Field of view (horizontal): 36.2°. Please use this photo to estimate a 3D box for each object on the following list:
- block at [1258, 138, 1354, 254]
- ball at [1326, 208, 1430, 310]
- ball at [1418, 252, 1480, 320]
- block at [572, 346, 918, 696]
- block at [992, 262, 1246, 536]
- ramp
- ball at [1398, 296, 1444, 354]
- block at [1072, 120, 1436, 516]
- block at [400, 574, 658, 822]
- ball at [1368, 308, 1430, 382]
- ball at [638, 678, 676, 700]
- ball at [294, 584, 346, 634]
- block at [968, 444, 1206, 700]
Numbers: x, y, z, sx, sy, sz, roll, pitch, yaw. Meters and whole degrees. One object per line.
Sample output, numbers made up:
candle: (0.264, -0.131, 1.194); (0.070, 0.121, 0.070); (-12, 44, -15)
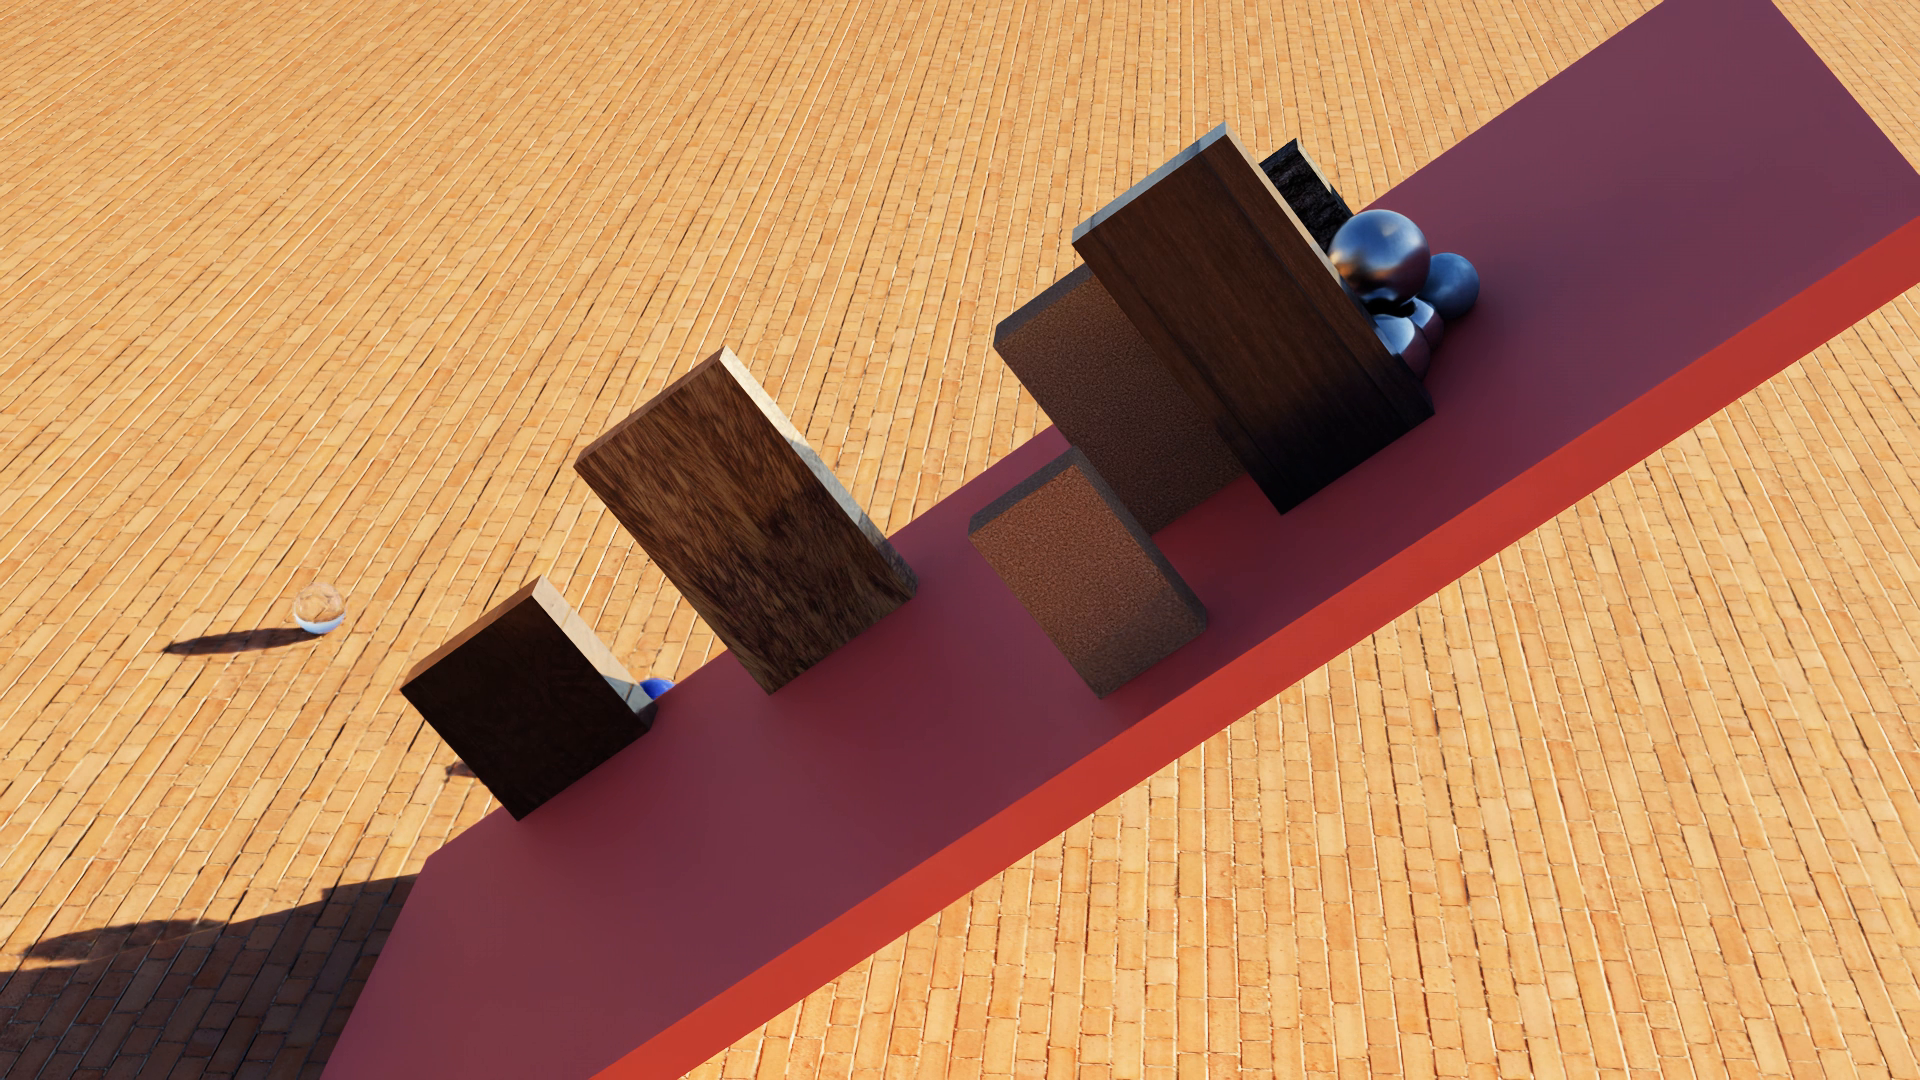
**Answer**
block: (0.693, -0.569, 6.150); (0.329, 0.423, 0.099); (-34, 16, 17)
ball: (0.819, -0.546, 5.758); (0.204, 0.204, 0.204); (0, 23, 0)
ball: (0.973, -0.508, 5.884); (0.133, 0.133, 0.133); (0, 23, 0)
block: (-0.492, -0.039, 6.820); (0.439, 0.718, 0.105); (-34, 16, 17)
block: (0.396, -0.336, 5.992); (0.423, 0.521, 0.138); (-34, 16, 17)
ramp: (0.128, 0.180, 6.324); (4.000, 0.100, 2.000); (-34, 16, 17)
ball: (0.897, -0.421, 5.829); (0.124, 0.124, 0.124); (0, 23, 0)
block: (0.555, -0.413, 5.554); (0.353, 0.675, 0.096); (-34, 16, 17)
block: (-1.087, 0.401, 7.434); (0.445, 0.458, 0.133); (-34, 16, 17)
ball: (0.819, -0.357, 5.711); (0.186, 0.186, 0.186); (0, 23, 0)
ball: (-0.886, 0.502, 8.556); (0.201, 0.201, 0.201); (0, 23, 0)
ball: (-2.021, 0.217, 9.286); (0.162, 0.162, 0.162); (0, 23, 0)
block: (0.237, 0.062, 5.454); (0.245, 0.408, 0.099); (-34, 16, 17)
